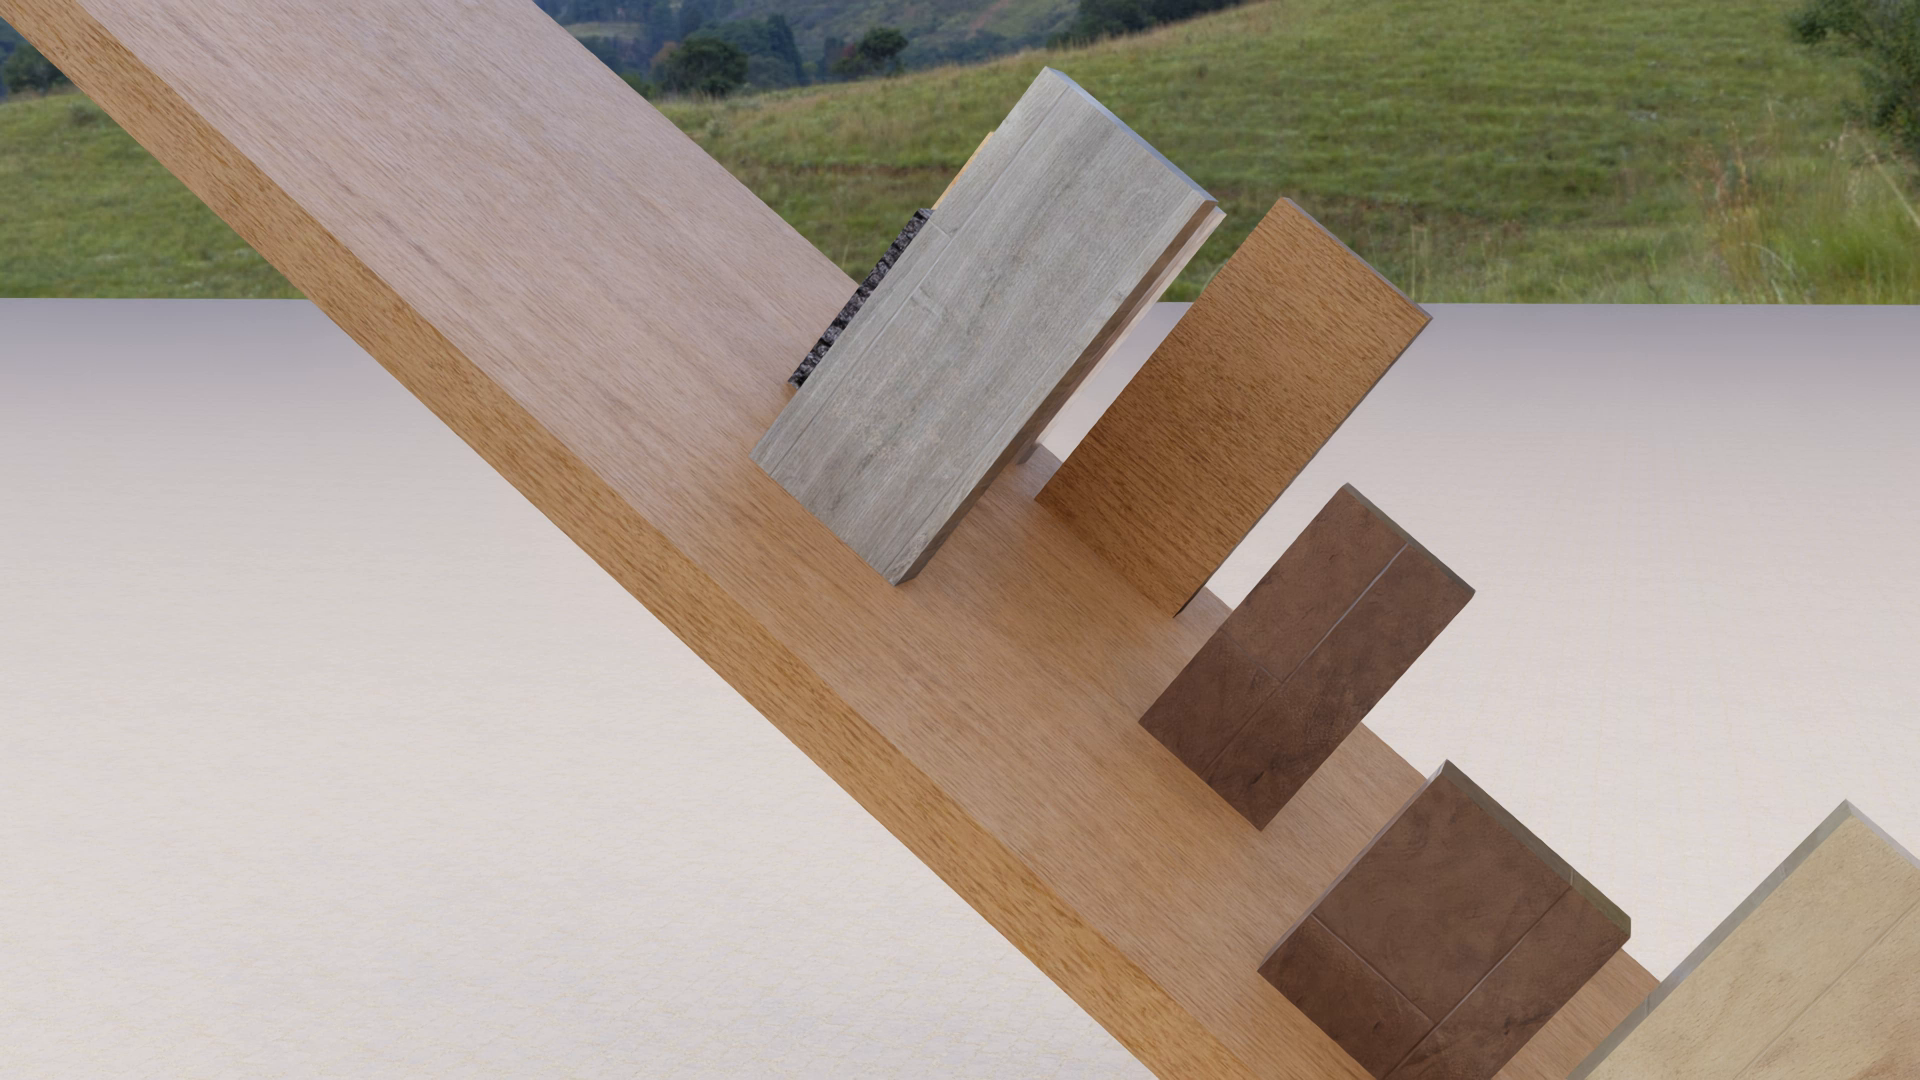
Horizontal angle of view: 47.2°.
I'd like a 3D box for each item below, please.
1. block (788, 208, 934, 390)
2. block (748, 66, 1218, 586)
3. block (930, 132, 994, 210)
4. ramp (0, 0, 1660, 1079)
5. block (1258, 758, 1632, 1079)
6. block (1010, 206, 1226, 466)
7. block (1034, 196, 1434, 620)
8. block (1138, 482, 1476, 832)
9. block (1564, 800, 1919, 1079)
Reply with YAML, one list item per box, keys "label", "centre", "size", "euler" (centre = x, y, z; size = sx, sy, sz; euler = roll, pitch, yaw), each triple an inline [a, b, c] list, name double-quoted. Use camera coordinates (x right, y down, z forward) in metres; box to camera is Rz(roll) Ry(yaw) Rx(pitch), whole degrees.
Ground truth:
- label: "block"
  centre: [-0.068, -0.356, 4.081]
  size: [0.306, 0.409, 0.115]
  euler: [41, 16, 9]
- label: "block"
  centre: [0.029, -0.335, 3.538]
  size: [0.327, 0.796, 0.114]
  euler: [41, 16, 9]
- label: "block"
  centre: [0.029, -0.456, 4.278]
  size: [0.349, 0.568, 0.093]
  euler: [41, 16, 9]
- label: "ramp"
  centre: [-0.003, 0.052, 4.042]
  size: [4.000, 0.100, 2.000]
  euler: [41, 16, 9]
- label: "block"
  centre: [0.704, 0.591, 3.210]
  size: [0.344, 0.409, 0.100]
  euler: [41, 16, 9]
- label: "block"
  centre: [0.184, -0.555, 4.672]
  size: [0.414, 0.683, 0.094]
  euler: [41, 16, 9]
- label: "block"
  centre: [0.551, -0.265, 4.486]
  size: [0.378, 0.797, 0.115]
  euler: [41, 16, 9]
- label: "block"
  centre: [0.590, 0.201, 3.769]
  size: [0.283, 0.544, 0.086]
  euler: [41, 16, 9]
- label: "block"
  centre: [1.013, 0.730, 2.862]
  size: [0.328, 0.768, 0.084]
  euler: [41, 16, 9]
